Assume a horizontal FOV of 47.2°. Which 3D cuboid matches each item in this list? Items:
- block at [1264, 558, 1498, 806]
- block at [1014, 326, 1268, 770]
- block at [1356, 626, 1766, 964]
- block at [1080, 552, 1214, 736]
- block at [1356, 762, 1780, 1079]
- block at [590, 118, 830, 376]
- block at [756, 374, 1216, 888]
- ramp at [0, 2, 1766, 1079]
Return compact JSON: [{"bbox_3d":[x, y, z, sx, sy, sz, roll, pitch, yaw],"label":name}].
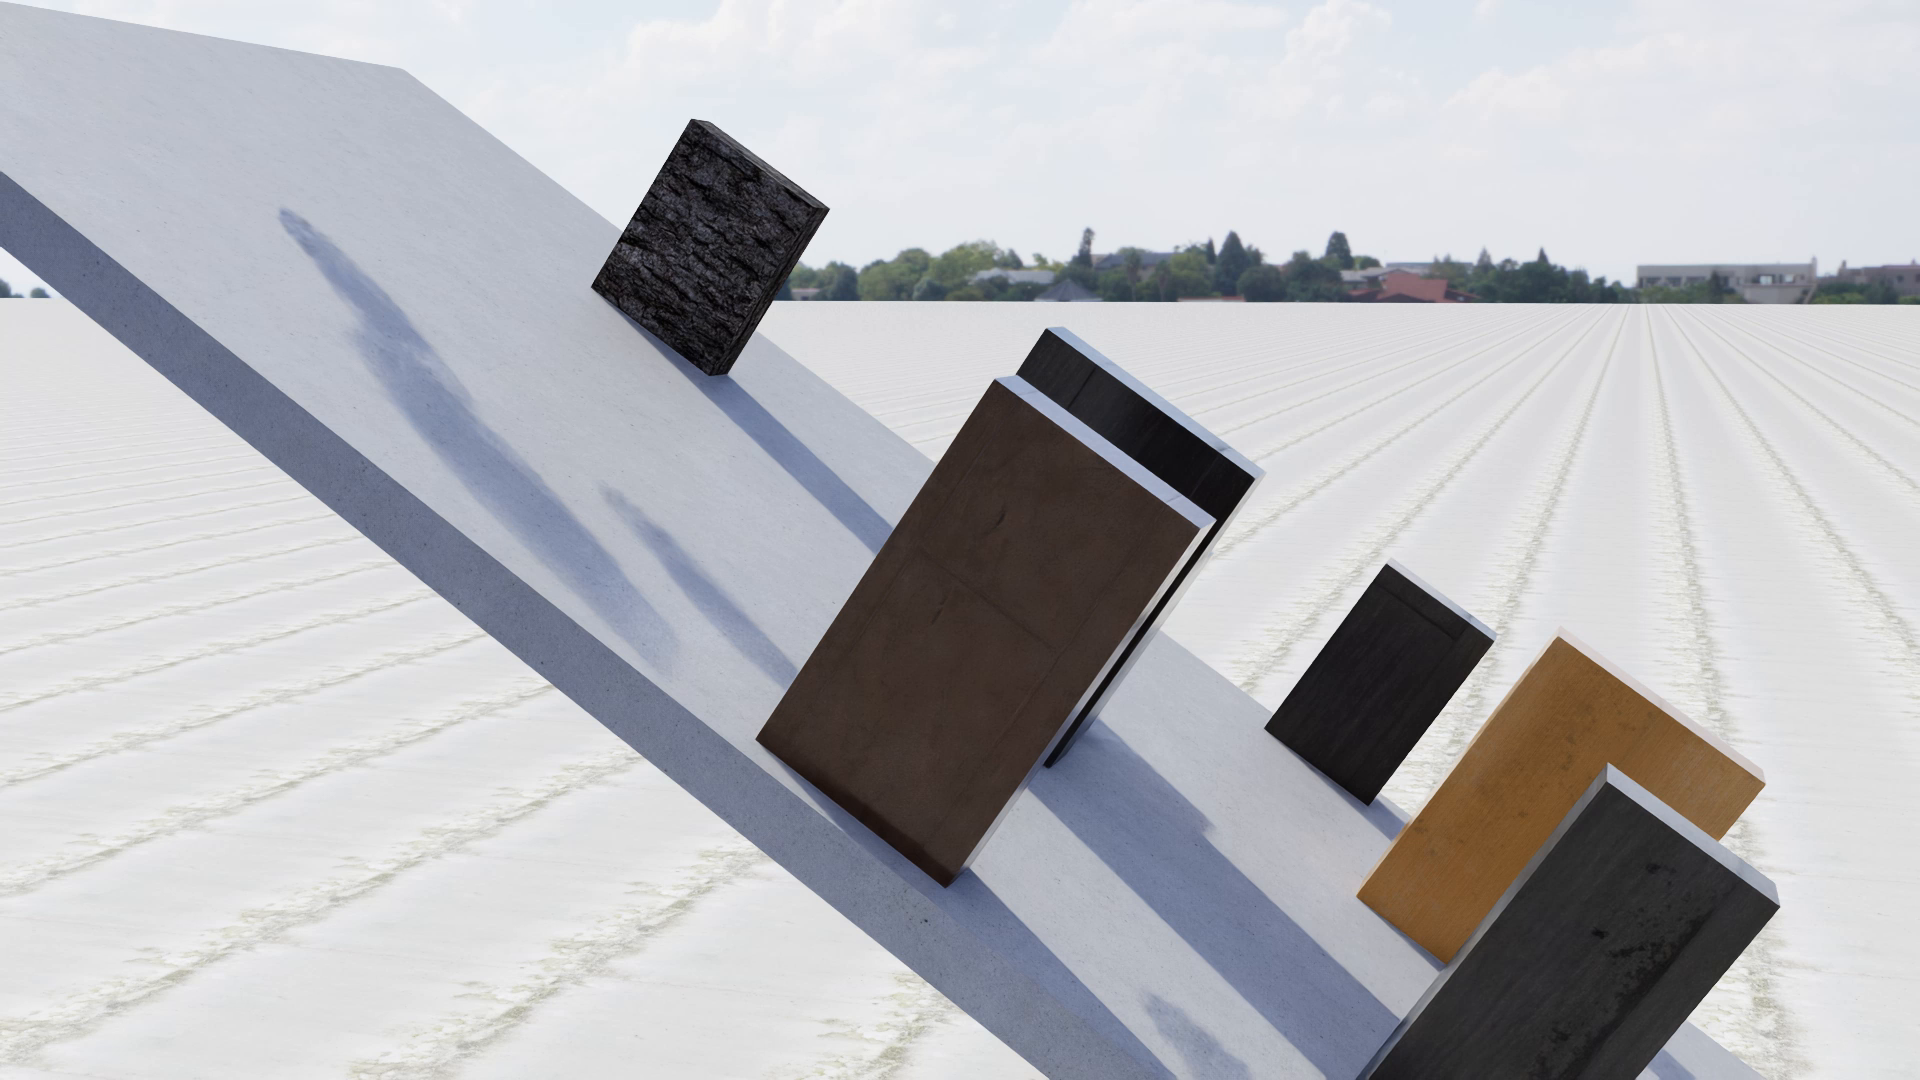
[{"bbox_3d":[0.903,0.304,4.732,0.277,0.450,0.104,37,15,10],"label":"block"},{"bbox_3d":[0.166,0.012,3.788,0.433,0.618,0.117,37,15,10],"label":"block"},{"bbox_3d":[1.107,0.546,4.084,0.443,0.624,0.124,37,15,10],"label":"block"},{"bbox_3d":[0.159,0.061,4.022,0.445,0.410,0.091,37,15,10],"label":"block"},{"bbox_3d":[0.873,0.669,3.216,0.287,0.631,0.125,37,15,10],"label":"block"},{"bbox_3d":[-0.529,-0.616,4.645,0.329,0.423,0.099,37,15,10],"label":"block"},{"bbox_3d":[0.030,0.130,3.117,0.350,0.636,0.116,37,15,10],"label":"block"},{"bbox_3d":[-0.104,0.181,4.088,4.000,0.100,2.000,37,15,10],"label":"ramp"}]
